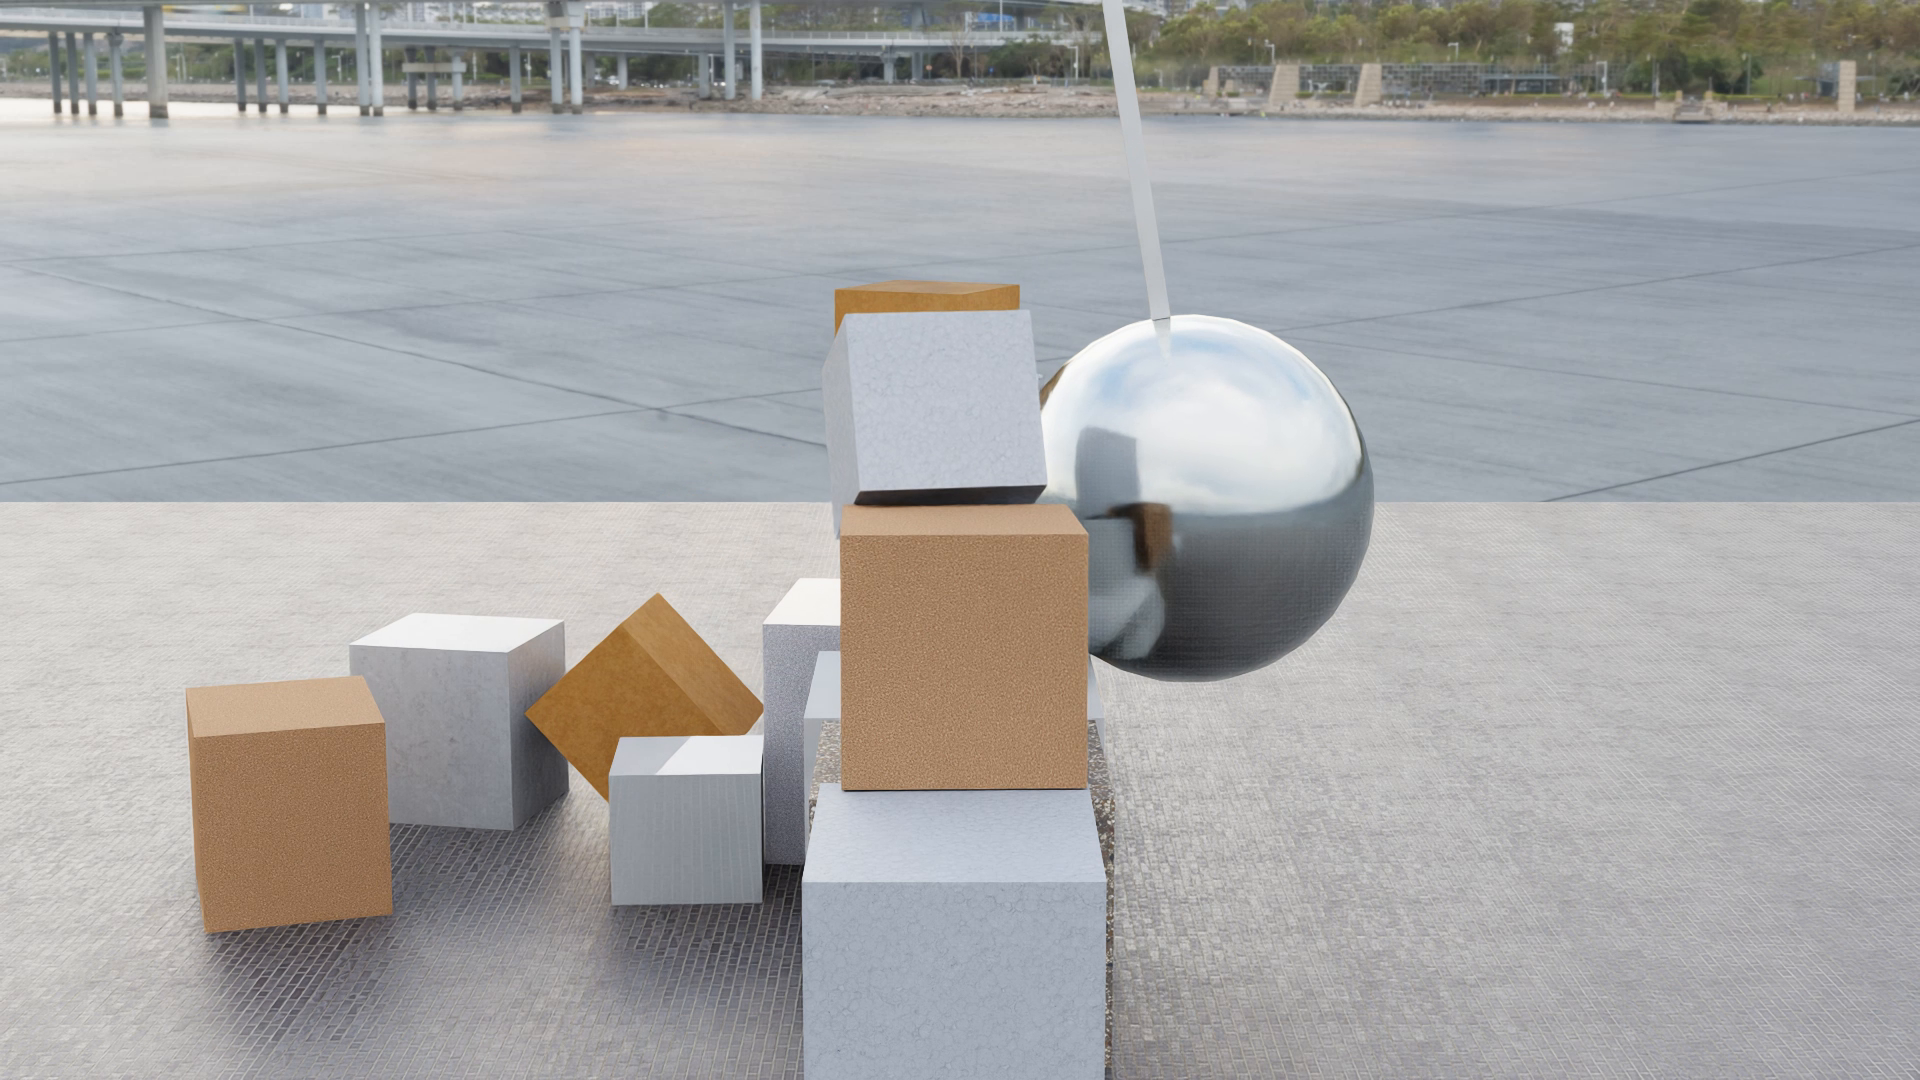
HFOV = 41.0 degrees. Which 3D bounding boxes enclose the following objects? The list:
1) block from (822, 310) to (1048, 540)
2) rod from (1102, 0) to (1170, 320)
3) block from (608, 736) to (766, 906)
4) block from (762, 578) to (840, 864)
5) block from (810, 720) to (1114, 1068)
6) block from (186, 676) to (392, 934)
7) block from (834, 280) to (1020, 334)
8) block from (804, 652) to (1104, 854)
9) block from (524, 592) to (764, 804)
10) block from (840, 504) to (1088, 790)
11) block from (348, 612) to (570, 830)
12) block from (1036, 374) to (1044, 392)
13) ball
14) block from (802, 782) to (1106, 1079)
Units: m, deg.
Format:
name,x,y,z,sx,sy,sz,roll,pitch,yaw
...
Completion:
name,x,y,z,sx,sy,sz,roll,pitch,yaw
block,-0.115,-0.447,10.112,0.728,0.709,0.675,-2,-15,-12
rod,0.430,-3.477,10.548,0.080,5.200,0.080,-9,10,2
block,-1.186,1.220,11.255,0.643,0.573,0.640,-1,10,-3
block,-0.303,0.830,11.913,1.047,1.105,1.047,1,10,5
block,0.001,1.299,9.636,1.073,0.996,1.117,0,10,-1
block,-2.906,1.118,11.080,0.765,0.836,0.900,-3,11,-18
block,-0.150,-0.851,12.174,0.658,0.698,0.640,5,11,25
block,-0.024,1.088,10.774,1.186,1.004,1.188,0,10,0
block,-1.489,0.816,12.261,0.643,0.779,0.749,-42,3,12
block,-0.002,0.364,9.336,0.852,0.886,1.025,0,7,-2
block,-2.410,0.864,12.414,0.795,0.858,0.734,2,11,12
block,0.032,-0.415,13.256,0.690,0.817,0.700,2,11,12
ball,0.993,-0.178,11.148,1.600,1.600,1.600,0,10,0
block,-0.019,1.470,8.527,0.937,1.056,1.118,0,10,0
